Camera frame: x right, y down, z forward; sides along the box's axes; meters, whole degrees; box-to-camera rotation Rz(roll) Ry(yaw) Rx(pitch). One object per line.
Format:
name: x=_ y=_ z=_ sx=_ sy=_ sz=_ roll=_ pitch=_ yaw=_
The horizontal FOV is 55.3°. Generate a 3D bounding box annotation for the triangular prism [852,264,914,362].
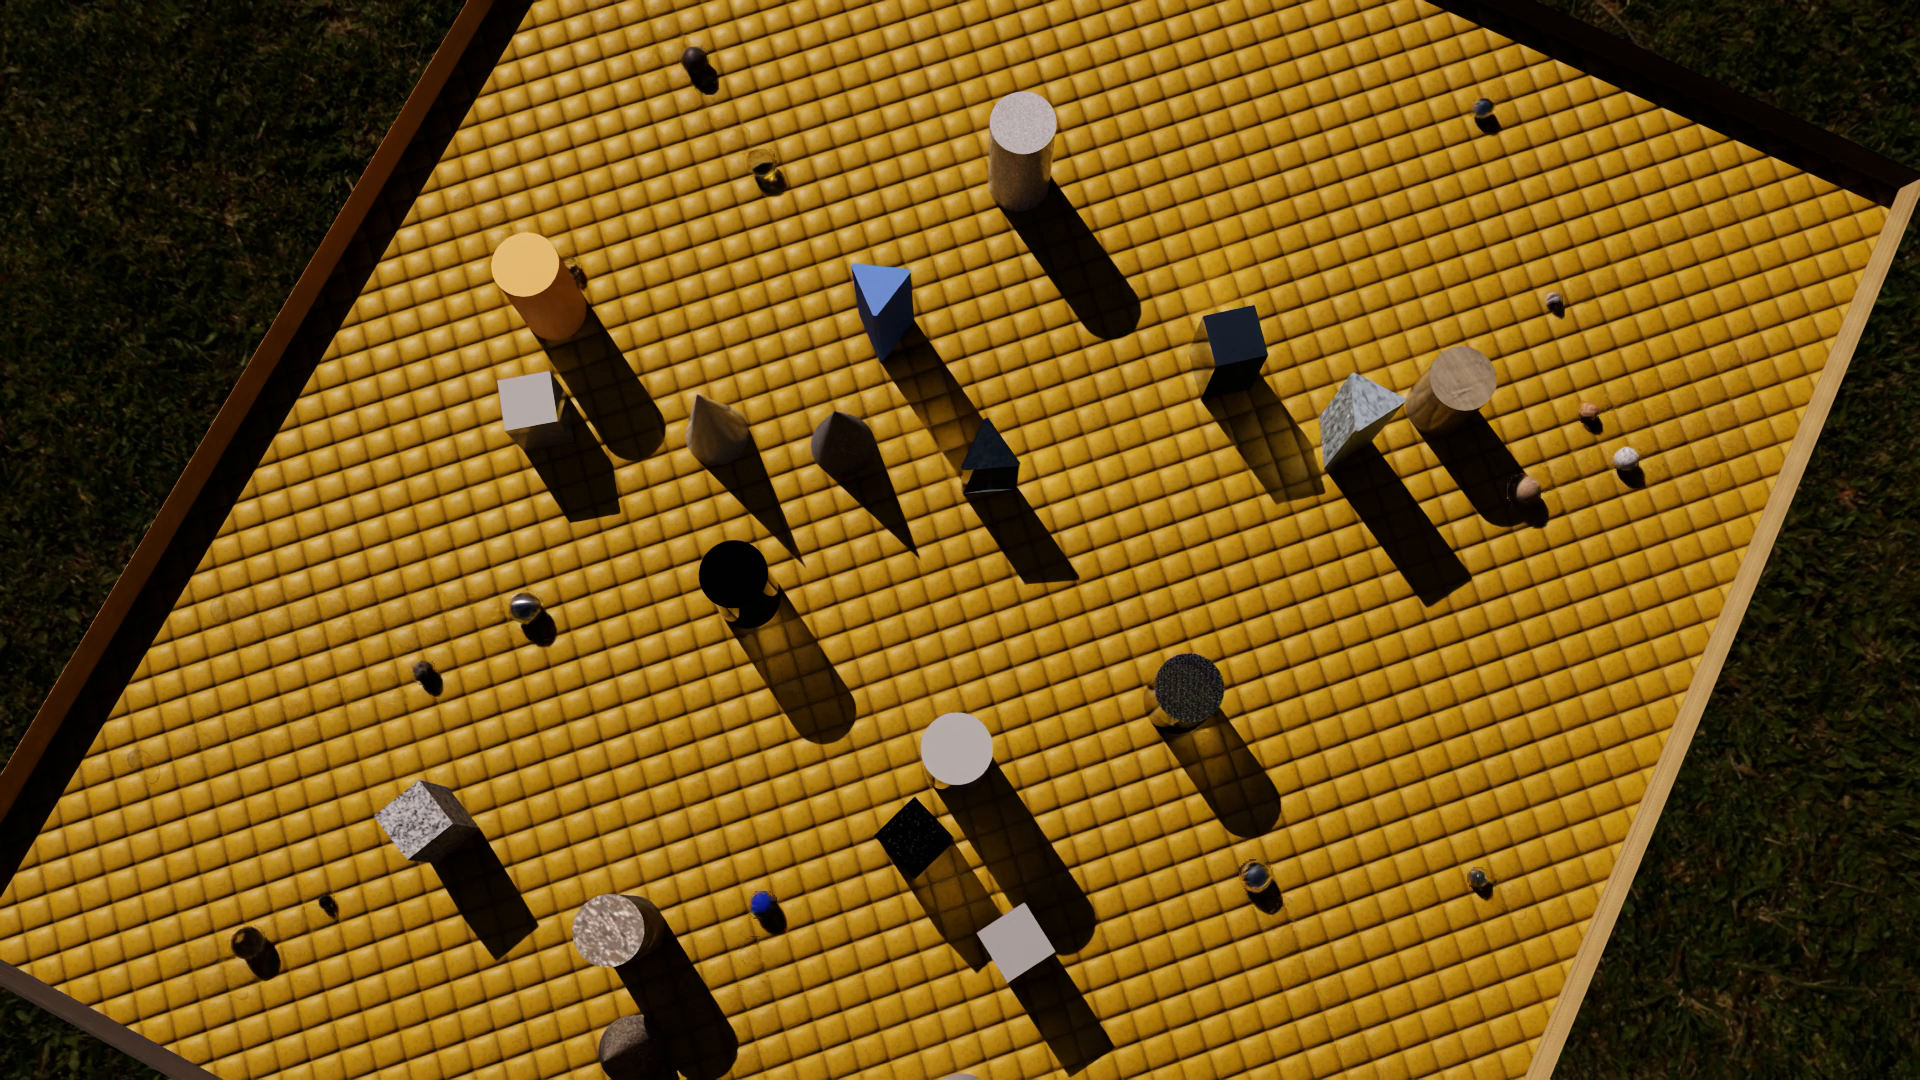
triangular prism: x=-0.255 y=-0.714 z=5.539 sx=0.149 sy=0.442 sz=0.172 roll=36 pitch=81 yaw=7

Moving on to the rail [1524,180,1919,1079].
rail: x=1.935 y=0.954 z=5.352 sx=0.045 sy=0.129 sz=4.776 roll=26 pitch=80 yaw=5

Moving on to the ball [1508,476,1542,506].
ball: x=1.727 y=-0.151 z=5.600 sx=0.095 sy=0.095 sz=0.095 roll=0 pitch=78 yaw=0

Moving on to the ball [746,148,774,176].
ball: x=-0.633 y=-1.199 z=5.820 sx=0.087 sy=0.087 sz=0.087 roll=0 pitch=78 yaw=0

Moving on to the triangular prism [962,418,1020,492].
triangular prism: x=0.084 y=-0.256 z=5.516 sx=0.172 sy=0.300 sz=0.149 roll=-5 pitch=78 yaw=-1

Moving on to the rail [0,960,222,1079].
rail: x=-1.057 y=2.078 z=5.120 sx=4.374 sy=0.129 sz=0.045 roll=26 pitch=80 yaw=5

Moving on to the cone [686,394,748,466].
cone: x=-0.753 y=-0.372 z=5.466 sx=0.198 sy=0.445 sz=0.198 roll=0 pitch=78 yaw=0

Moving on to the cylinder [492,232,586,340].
cylinder: x=-1.273 y=-0.765 z=5.565 sx=0.198 sy=0.411 sz=0.198 roll=0 pitch=78 yaw=0

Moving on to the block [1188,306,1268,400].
block: x=0.809 y=-0.565 z=5.554 sx=0.158 sy=0.352 sz=0.158 roll=-12 pitch=79 yaw=-3

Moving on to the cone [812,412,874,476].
cone: x=-0.363 y=-0.334 z=5.489 sx=0.198 sy=0.386 sz=0.198 roll=0 pitch=78 yaw=0

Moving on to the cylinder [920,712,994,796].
cylinder: x=-0.008 y=0.619 z=5.240 sx=0.198 sy=0.487 sz=0.198 roll=0 pitch=78 yaw=0

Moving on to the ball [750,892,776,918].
ball: x=-0.577 y=1.068 z=5.357 sx=0.075 sy=0.075 sz=0.075 roll=0 pitch=78 yaw=0

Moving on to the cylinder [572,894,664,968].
cylinder: x=-0.966 y=1.109 z=5.207 sx=0.198 sy=0.353 sz=0.198 roll=0 pitch=78 yaw=0

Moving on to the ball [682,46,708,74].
ball: x=-0.853 y=-1.543 z=5.892 sx=0.086 sy=0.086 sz=0.086 roll=0 pitch=78 yaw=0

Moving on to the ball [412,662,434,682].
ball: x=-1.612 y=0.395 z=5.504 sx=0.061 sy=0.061 sz=0.061 roll=0 pitch=78 yaw=0

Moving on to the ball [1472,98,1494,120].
ball: x=1.675 y=-1.381 z=5.868 sx=0.068 sy=0.068 sz=0.068 roll=0 pitch=78 yaw=0

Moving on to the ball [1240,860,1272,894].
ball: x=0.866 y=0.986 z=5.365 sx=0.093 sy=0.093 sz=0.093 roll=0 pitch=78 yaw=0

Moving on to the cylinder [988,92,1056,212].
cylinder: x=0.187 y=-1.187 z=5.633 sx=0.198 sy=0.449 sz=0.198 roll=0 pitch=78 yaw=0

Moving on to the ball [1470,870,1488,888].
ball: x=1.524 y=0.995 z=5.383 sx=0.054 sy=0.054 sz=0.054 roll=0 pitch=78 yaw=0

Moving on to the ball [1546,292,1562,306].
ball: x=1.863 y=-0.755 z=5.749 sx=0.047 sy=0.047 sz=0.047 roll=0 pitch=78 yaw=0

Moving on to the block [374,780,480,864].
block: x=-1.536 y=0.816 z=5.295 sx=0.158 sy=0.299 sz=0.158 roll=-39 pitch=81 yaw=-7

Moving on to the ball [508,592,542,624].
ball: x=-1.311 y=0.207 z=5.525 sx=0.096 sy=0.096 sz=0.096 roll=0 pitch=78 yaw=0

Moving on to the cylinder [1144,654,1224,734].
cylinder: x=0.651 y=0.453 z=5.357 sx=0.198 sy=0.325 sz=0.198 roll=0 pitch=78 yaw=0

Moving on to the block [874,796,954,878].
block: x=-0.130 y=0.862 z=5.291 sx=0.158 sy=0.288 sz=0.158 roll=-43 pitch=82 yaw=-8

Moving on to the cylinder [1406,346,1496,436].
cylinder: x=1.485 y=-0.447 z=5.555 sx=0.198 sy=0.302 sz=0.198 roll=0 pitch=78 yaw=0

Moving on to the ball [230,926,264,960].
ball: x=-2.071 y=1.172 z=5.327 sx=0.092 sy=0.092 sz=0.092 roll=0 pitch=78 yaw=0

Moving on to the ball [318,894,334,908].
ball: x=-1.860 y=1.062 z=5.376 sx=0.040 sy=0.040 sz=0.040 roll=0 pitch=78 yaw=0

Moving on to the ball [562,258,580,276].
ball: x=-1.227 y=-0.858 z=5.764 sx=0.059 sy=0.059 sz=0.059 roll=0 pitch=78 yaw=0

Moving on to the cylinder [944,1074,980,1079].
cylinder: x=0.005 y=1.607 z=5.122 sx=0.198 sy=0.317 sz=0.198 roll=0 pitch=78 yaw=0

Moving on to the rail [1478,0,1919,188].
rail: x=1.057 y=-2.064 z=5.977 sx=4.374 sy=0.129 sz=0.045 roll=26 pitch=80 yaw=5

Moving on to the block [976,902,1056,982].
block: x=0.156 y=1.147 z=5.230 sx=0.158 sy=0.292 sz=0.158 roll=-32 pitch=80 yaw=-6

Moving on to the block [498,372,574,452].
block: x=-1.288 y=-0.390 z=5.574 sx=0.158 sy=0.241 sz=0.158 roll=-11 pitch=79 yaw=-2

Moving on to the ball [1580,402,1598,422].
ball: x=1.945 y=-0.396 z=5.669 sx=0.057 sy=0.057 sz=0.057 roll=0 pitch=78 yaw=0

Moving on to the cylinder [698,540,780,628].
cylinder: x=-0.645 y=0.135 z=5.400 sx=0.198 sy=0.370 sz=0.198 roll=0 pitch=78 yaw=0

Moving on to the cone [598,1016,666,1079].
cone: x=-0.949 y=1.435 z=5.098 sx=0.198 sy=0.435 sz=0.198 roll=0 pitch=78 yaw=0

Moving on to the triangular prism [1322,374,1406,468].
triangular prism: x=1.162 y=-0.371 z=5.460 sx=0.172 sy=0.457 sz=0.149 roll=-32 pitch=80 yaw=-6

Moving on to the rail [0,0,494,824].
rail: x=-1.935 y=-0.941 z=5.745 sx=0.045 sy=0.129 sz=4.776 roll=26 pitch=80 yaw=5

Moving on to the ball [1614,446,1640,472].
ball: x=2.047 y=-0.249 z=5.630 sx=0.075 sy=0.075 sz=0.075 roll=0 pitch=78 yaw=0
